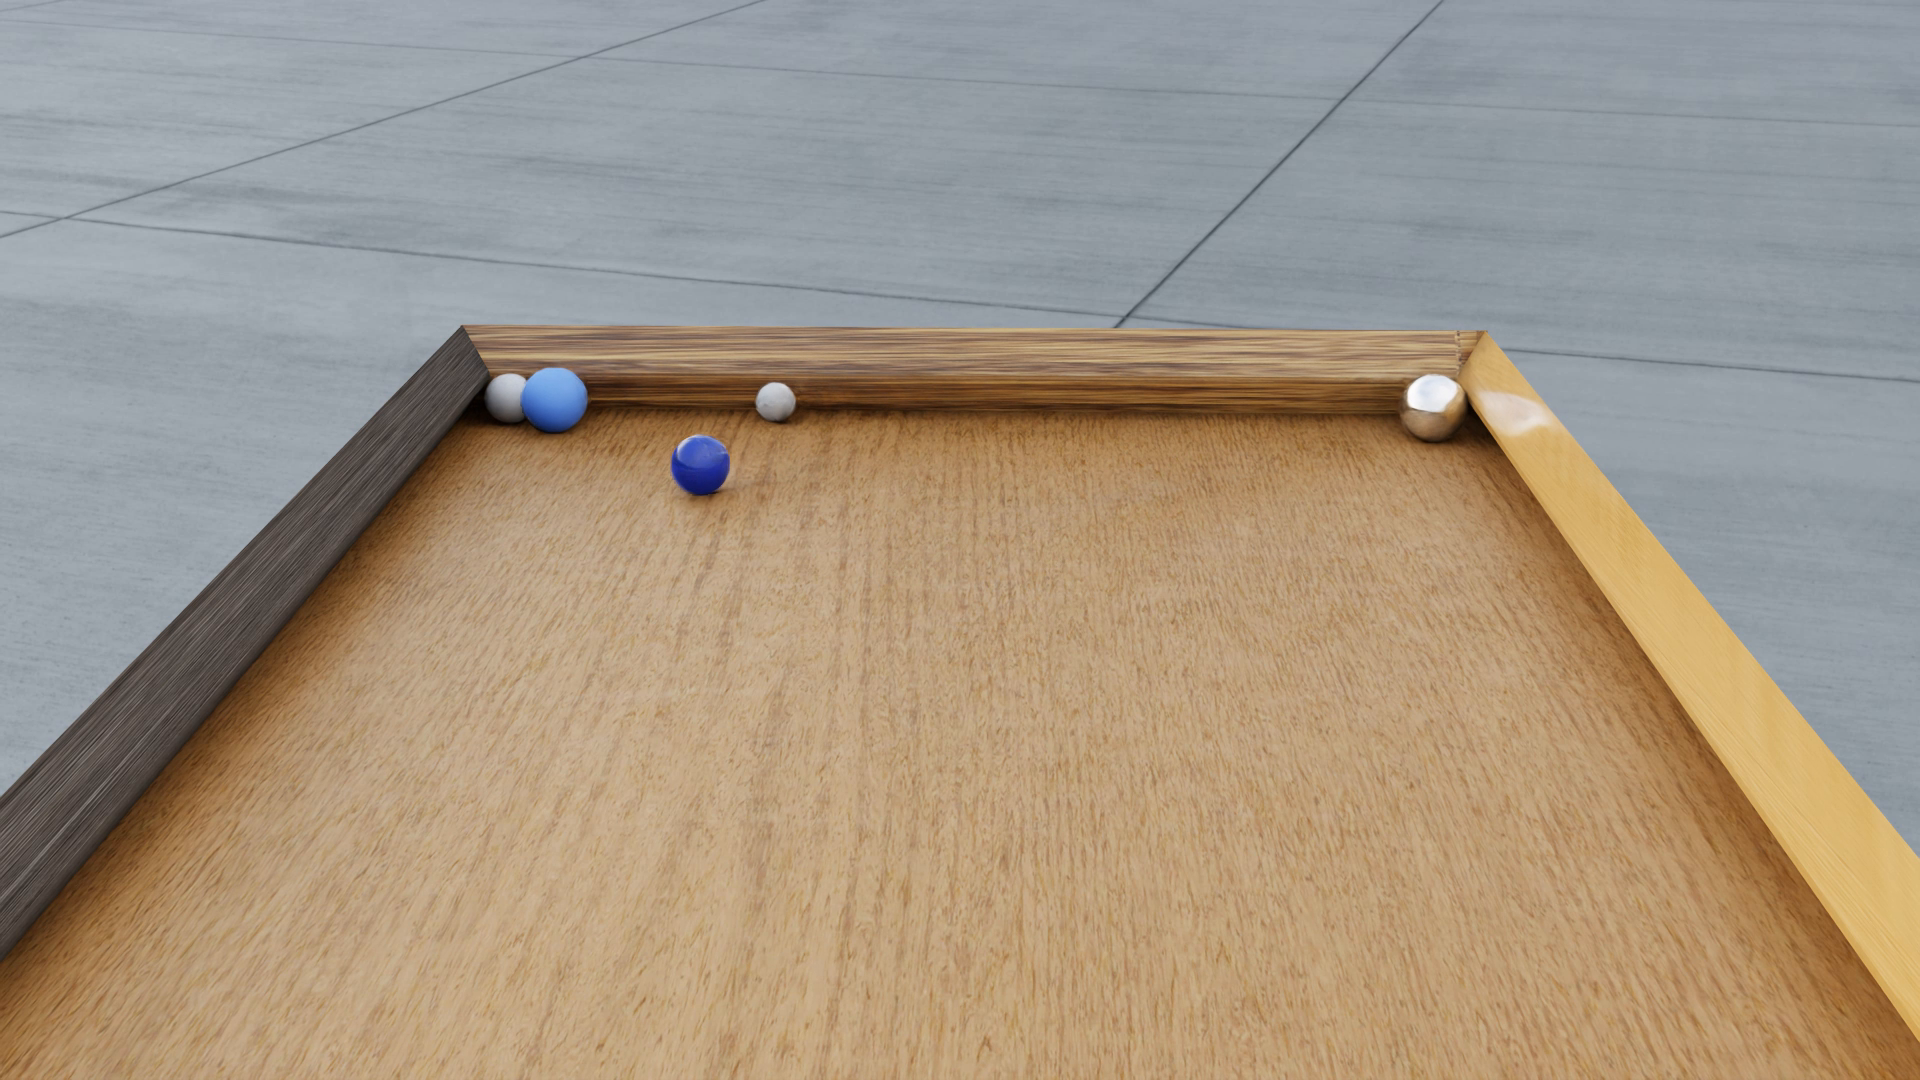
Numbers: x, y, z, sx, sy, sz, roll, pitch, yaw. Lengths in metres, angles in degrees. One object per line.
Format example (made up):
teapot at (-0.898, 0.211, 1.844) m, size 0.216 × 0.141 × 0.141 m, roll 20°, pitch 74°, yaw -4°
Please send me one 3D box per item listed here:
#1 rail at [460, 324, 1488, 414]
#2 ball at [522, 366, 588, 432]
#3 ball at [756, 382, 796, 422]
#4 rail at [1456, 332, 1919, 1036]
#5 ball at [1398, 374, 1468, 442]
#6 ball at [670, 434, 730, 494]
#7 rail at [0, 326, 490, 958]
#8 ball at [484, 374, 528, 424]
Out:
rail at (0.015, -0.226, 2.989) m, size 1.396 × 0.116 × 0.045 m, roll 0°, pitch 20°, yaw 1°
ball at (-0.539, -0.187, 2.926) m, size 0.086 × 0.086 × 0.086 m, roll 0°, pitch 20°, yaw 0°
ball at (-0.249, -0.187, 2.974) m, size 0.053 × 0.053 × 0.053 m, roll 0°, pitch 20°, yaw 0°
rail at (0.659, 0.198, 1.795) m, size 0.045 × 0.116 × 2.551 m, roll 0°, pitch 20°, yaw 1°
ball at (0.621, -0.174, 2.885) m, size 0.089 × 0.089 × 0.089 m, roll 0°, pitch 20°, yaw 0°
ball at (-0.316, -0.093, 2.681) m, size 0.072 × 0.072 × 0.072 m, roll 0°, pitch 20°, yaw 0°
rail at (-0.690, 0.187, 1.825) m, size 0.045 × 0.116 × 2.551 m, roll 0°, pitch 20°, yaw 1°
ball at (-0.608, -0.191, 2.966) m, size 0.067 × 0.067 × 0.067 m, roll 0°, pitch 20°, yaw 0°
